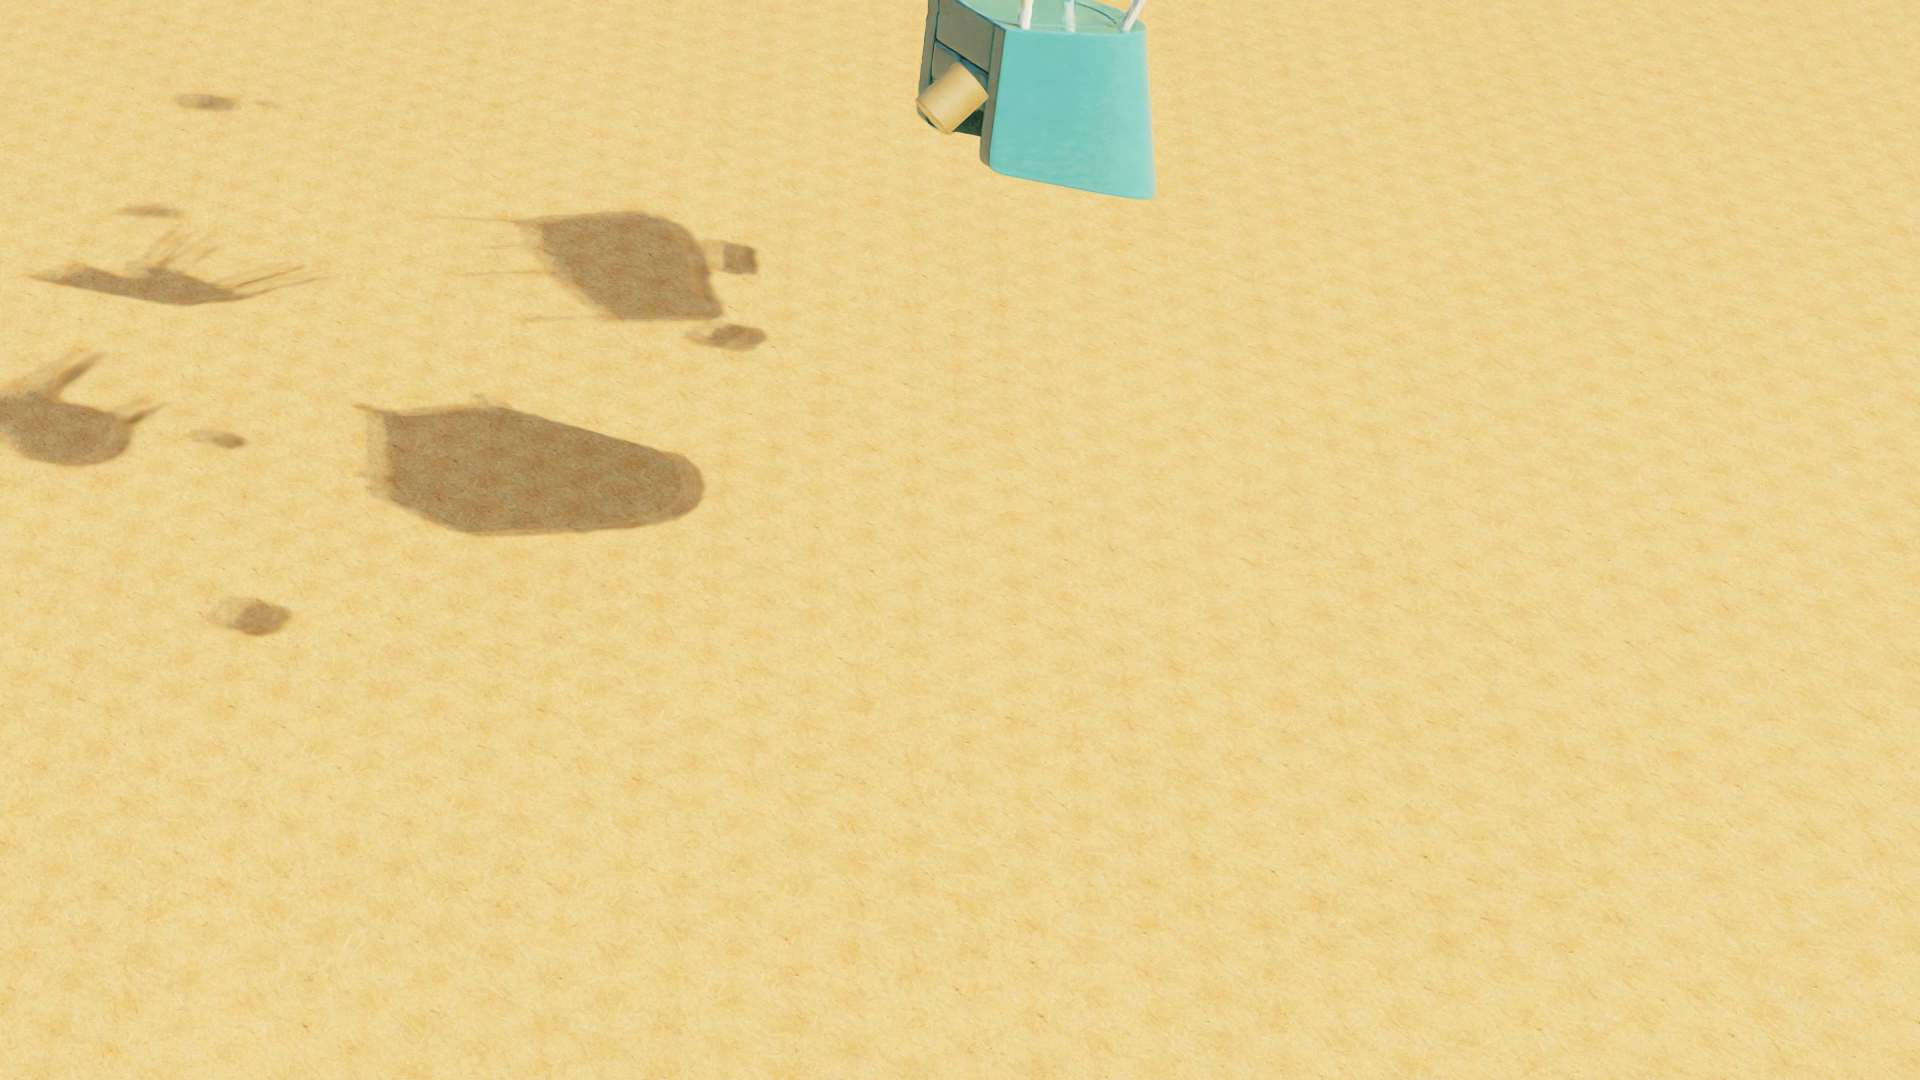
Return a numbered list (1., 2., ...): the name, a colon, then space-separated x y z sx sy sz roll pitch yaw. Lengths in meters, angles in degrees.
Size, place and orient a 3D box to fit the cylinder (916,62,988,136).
1. cylinder: -0.023 -1.249 8.299 0.159 0.137 0.135 -43 17 -1
